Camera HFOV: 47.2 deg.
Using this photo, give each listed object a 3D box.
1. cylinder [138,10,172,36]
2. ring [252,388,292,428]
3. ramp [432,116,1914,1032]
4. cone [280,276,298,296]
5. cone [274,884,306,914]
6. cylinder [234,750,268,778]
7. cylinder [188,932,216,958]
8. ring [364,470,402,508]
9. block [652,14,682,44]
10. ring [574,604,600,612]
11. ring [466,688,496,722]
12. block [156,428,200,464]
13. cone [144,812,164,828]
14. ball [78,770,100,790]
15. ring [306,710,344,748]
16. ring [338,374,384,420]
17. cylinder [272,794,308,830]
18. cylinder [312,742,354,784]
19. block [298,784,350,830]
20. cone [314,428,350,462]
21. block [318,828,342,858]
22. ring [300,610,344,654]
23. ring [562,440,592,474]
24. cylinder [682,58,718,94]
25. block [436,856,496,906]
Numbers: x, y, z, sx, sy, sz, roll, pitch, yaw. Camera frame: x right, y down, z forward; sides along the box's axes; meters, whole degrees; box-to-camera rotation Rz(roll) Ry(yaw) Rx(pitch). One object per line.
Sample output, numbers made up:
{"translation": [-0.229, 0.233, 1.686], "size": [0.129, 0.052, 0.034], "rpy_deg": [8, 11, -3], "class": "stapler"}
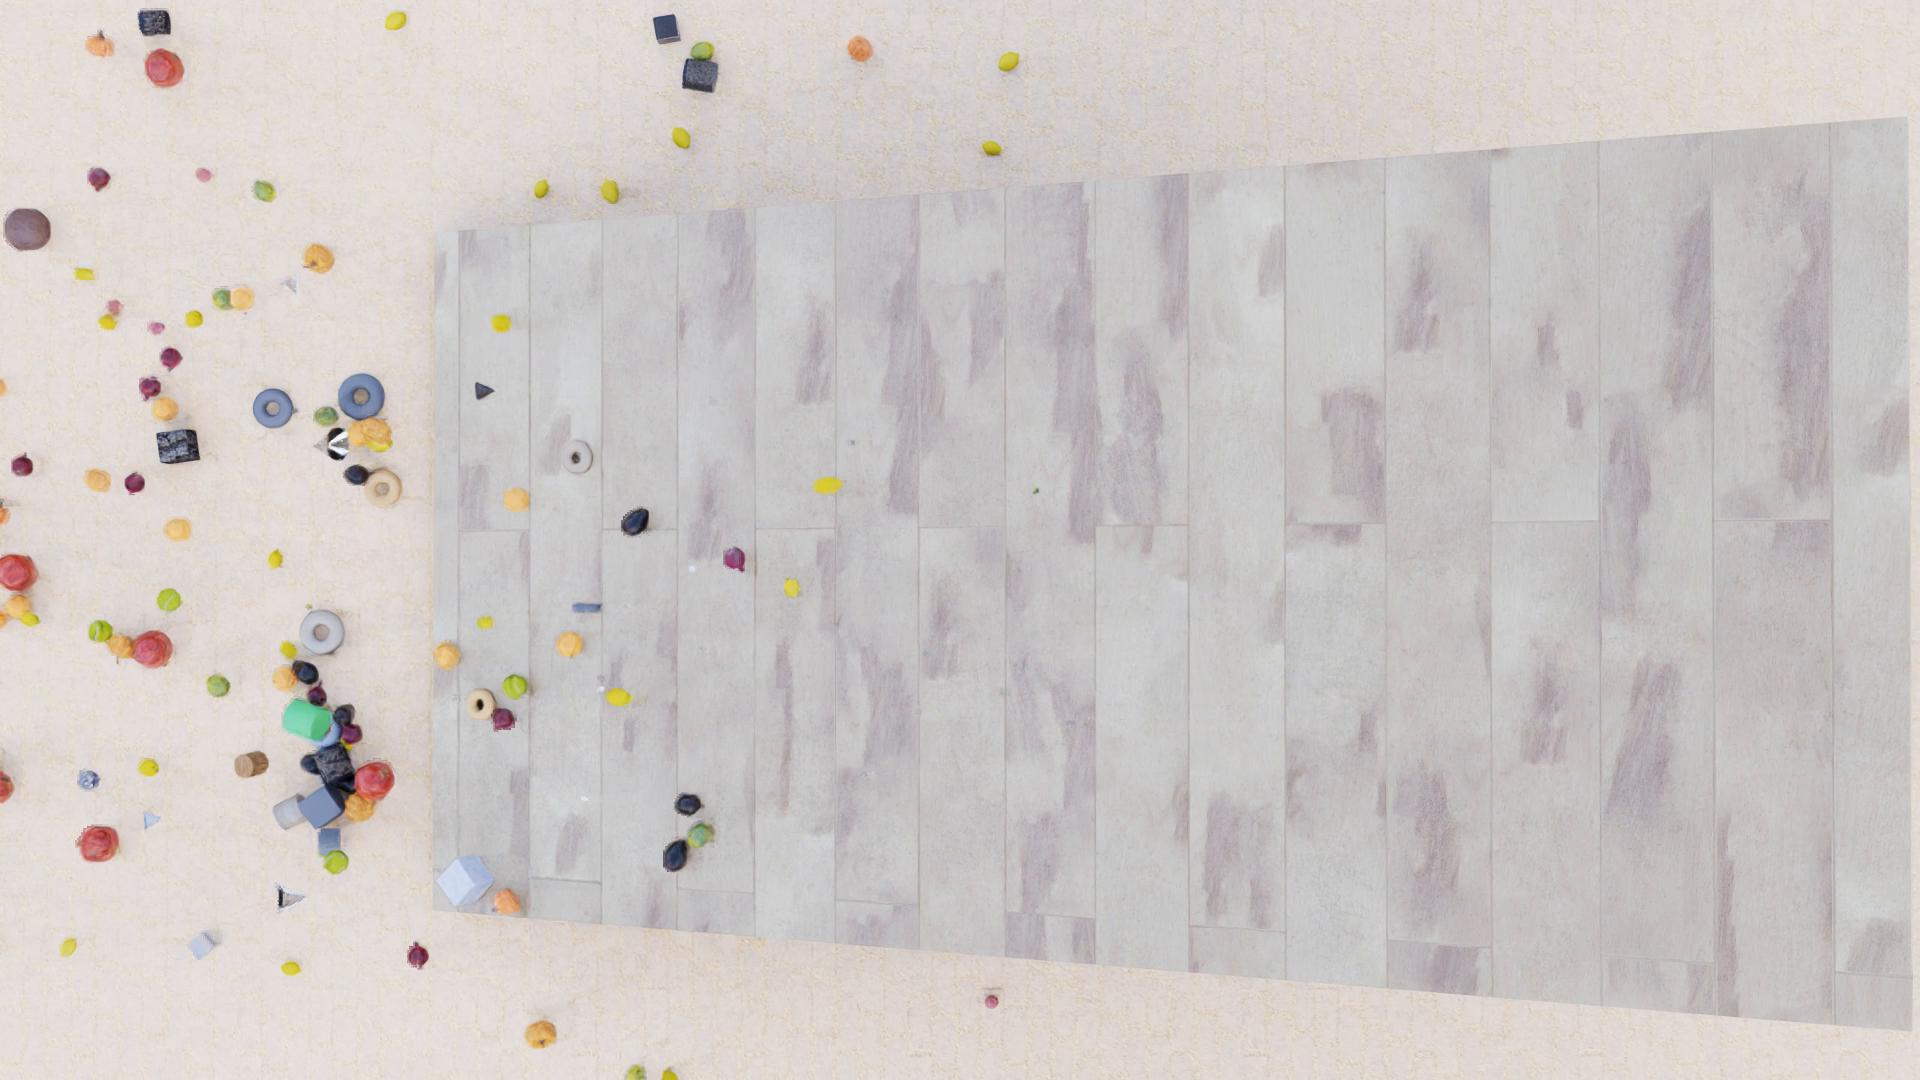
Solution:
{"translation": [-2.402, -1.543, 6.562], "size": [0.072, 0.072, 0.072], "rpy_deg": [-3, 89, 0], "class": "cylinder"}
{"translation": [-2.051, -0.393, 6.565], "size": [0.120, 0.040, 0.120], "rpy_deg": [0, 90, 0], "class": "ring"}
{"translation": [0.282, 0.082, 5.692], "size": [4.000, 0.100, 2.000], "rpy_deg": [0, 89, 25], "class": "ramp"}
{"translation": [-1.993, -0.755, 6.577], "size": [0.055, 0.055, 0.055], "rpy_deg": [-21, 116, 0], "class": "cone"}
{"translation": [-1.988, 1.069, 6.548], "size": [0.089, 0.089, 0.089], "rpy_deg": [2, 89, -27], "class": "cone"}
{"translation": [-2.103, 0.666, 6.527], "size": [0.070, 0.070, 0.070], "rpy_deg": [1, 94, 22], "class": "cylinder"}
{"translation": [-2.253, 1.205, 6.537], "size": [0.057, 0.057, 0.057], "rpy_deg": [-39, 90, 0], "class": "cylinder"}
{"translation": [-1.722, -0.154, 6.563], "size": [0.114, 0.038, 0.114], "rpy_deg": [0, 91, 1], "class": "ring"}
{"translation": [-0.875, -1.524, 6.565], "size": [0.066, 0.066, 0.066], "rpy_deg": [-10, 89, 0], "class": "block"}
{"translation": [-1.053, 0.192, 6.204], "size": [0.078, 0.078, 0.026], "rpy_deg": [0, 88, 0], "class": "ring"}
{"translation": [-1.393, 0.479, 6.393], "size": [0.095, 0.032, 0.095], "rpy_deg": [-1, 88, 25], "class": "ring"}
{"translation": [-2.325, -0.278, 6.539], "size": [0.089, 0.089, 0.089], "rpy_deg": [-8, 89, 0], "class": "block"}
{"translation": [-2.403, 0.834, 6.559], "size": [0.054, 0.054, 0.054], "rpy_deg": [-3, 89, -27], "class": "cone"}
{"translation": [-2.591, 0.714, 6.542], "size": [0.060, 0.060, 0.060], "rpy_deg": [0, 89, 0], "class": "ball"}
{"translation": [-1.896, 0.564, 6.555], "size": [0.116, 0.039, 0.116], "rpy_deg": [0, 88, 0], "class": "ring"}
{"translation": [-1.786, -0.428, 6.562], "size": [0.141, 0.047, 0.141], "rpy_deg": [0, 88, 1], "class": "ring"}
{"translation": [-1.984, 0.807, 6.531], "size": [0.081, 0.081, 0.081], "rpy_deg": [-28, 89, 0], "class": "cylinder"}
{"translation": [-1.853, 0.661, 6.506], "size": [0.094, 0.094, 0.094], "rpy_deg": [-20, 99, 0], "class": "cylinder"}
{"translation": [-1.887, 0.790, 6.524], "size": [0.094, 0.094, 0.094], "rpy_deg": [-35, 89, 0], "class": "block"}
{"translation": [-1.895, -0.282, 6.561], "size": [0.099, 0.099, 0.099], "rpy_deg": [-1, 89, 28], "class": "cone"}
{"translation": [-1.869, 0.898, 6.522], "size": [0.060, 0.060, 0.060], "rpy_deg": [2, 132, -12], "class": "block"}
{"translation": [-1.901, 0.275, 6.555], "size": [0.136, 0.045, 0.136], "rpy_deg": [0, 89, 1], "class": "ring"}
{"translation": [-1.090, -0.235, 6.260], "size": [0.098, 0.033, 0.098], "rpy_deg": [0, 91, 25], "class": "ring"}
{"translation": [-0.774, -1.383, 6.551], "size": [0.090, 0.090, 0.090], "rpy_deg": [9, 89, 0], "class": "cylinder"}
{"translation": [-1.430, 0.987, 6.368], "size": [0.096, 0.096, 0.096], "rpy_deg": [-46, 72, 17], "class": "block"}
